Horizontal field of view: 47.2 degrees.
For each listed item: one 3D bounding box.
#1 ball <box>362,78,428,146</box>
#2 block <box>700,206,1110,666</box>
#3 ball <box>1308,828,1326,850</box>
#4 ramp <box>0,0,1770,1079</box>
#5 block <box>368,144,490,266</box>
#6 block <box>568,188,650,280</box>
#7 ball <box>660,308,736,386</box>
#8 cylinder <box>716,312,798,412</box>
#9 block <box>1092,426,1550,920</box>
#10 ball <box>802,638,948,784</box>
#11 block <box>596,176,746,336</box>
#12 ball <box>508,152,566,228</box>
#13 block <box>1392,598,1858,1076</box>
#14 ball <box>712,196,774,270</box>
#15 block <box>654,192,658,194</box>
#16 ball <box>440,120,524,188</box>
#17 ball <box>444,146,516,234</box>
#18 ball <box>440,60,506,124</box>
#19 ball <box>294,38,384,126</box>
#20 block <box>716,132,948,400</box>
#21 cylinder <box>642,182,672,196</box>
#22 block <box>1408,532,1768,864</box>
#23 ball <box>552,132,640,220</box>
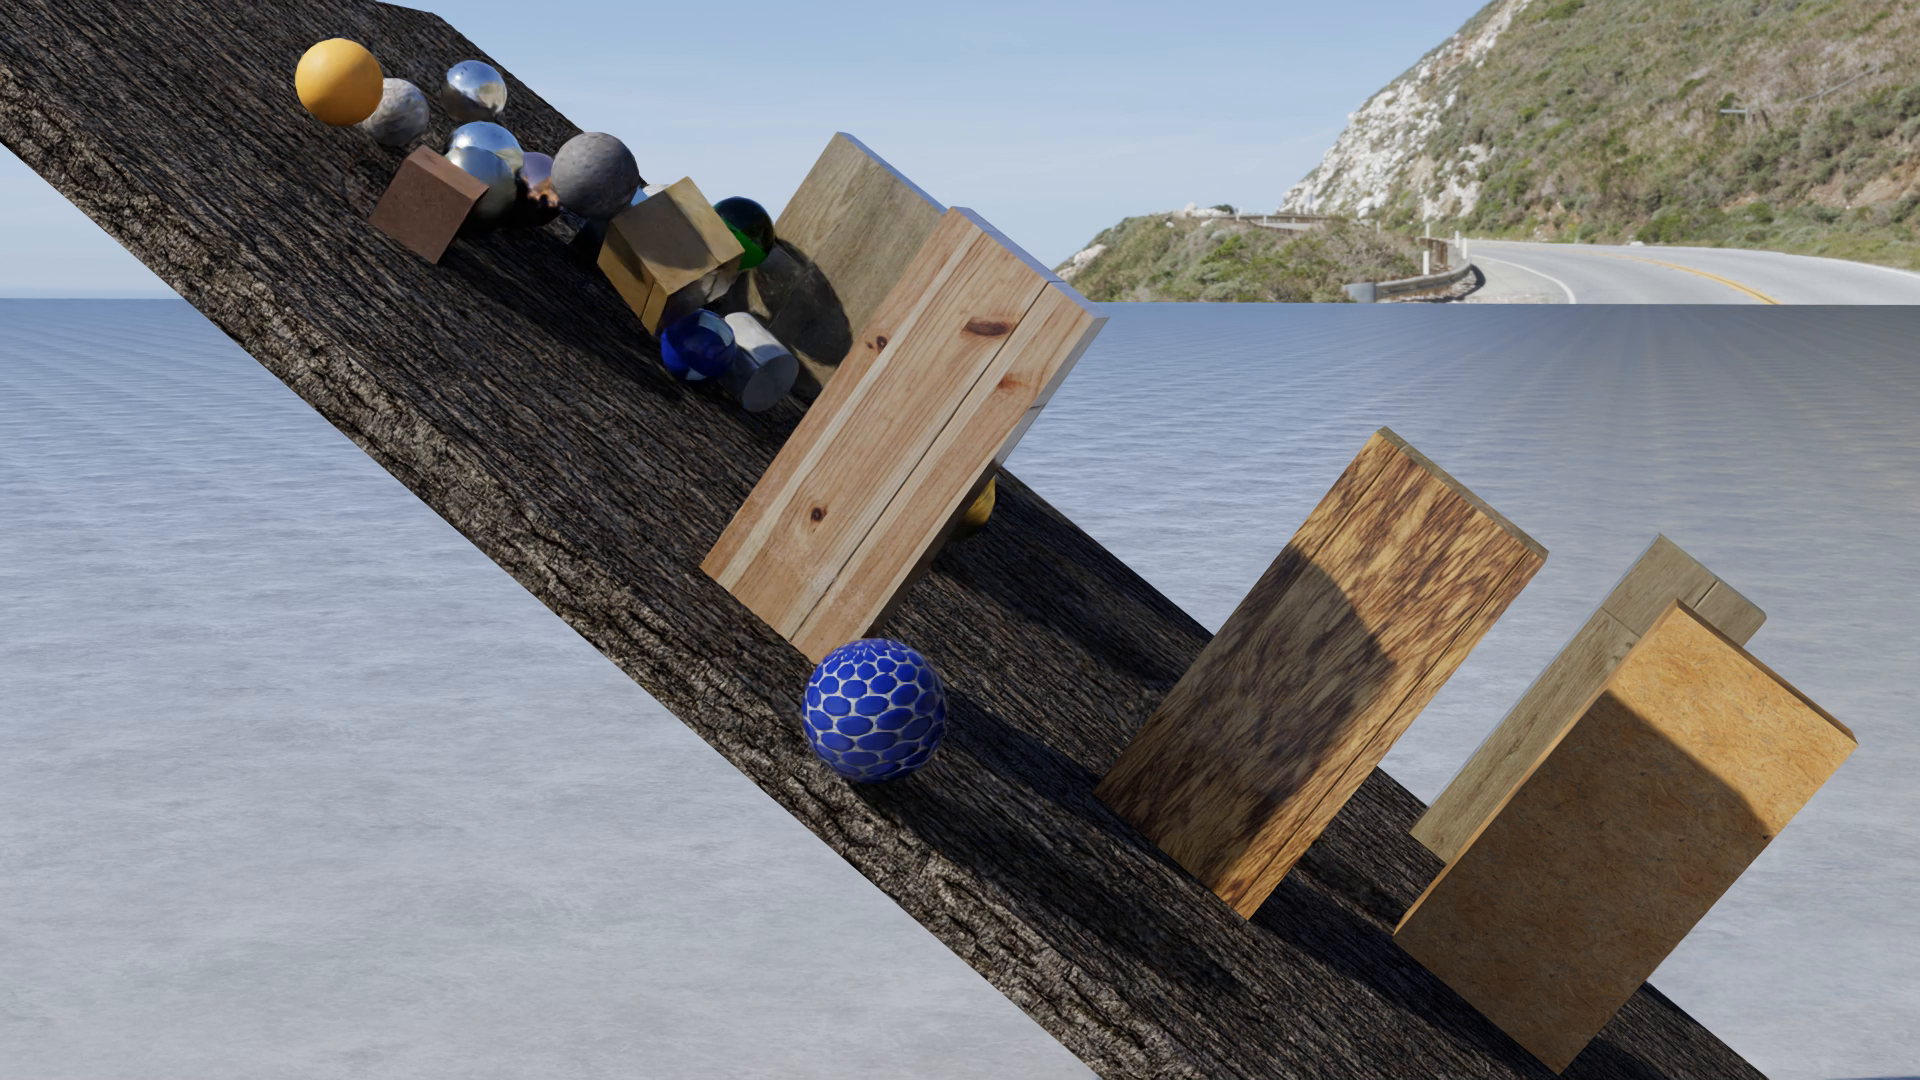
[{"bbox_3d":[-1.073,-0.811,4.170,0.129,0.129,0.129,0,7,0],"label":"ball"},{"bbox_3d":[-0.090,-0.143,3.309,0.270,0.680,0.095,39,16,9],"label":"block"},{"bbox_3d":[0.594,0.498,3.939,0.126,0.126,0.126,0,7,0],"label":"ball"},{"bbox_3d":[-0.058,0.119,4.067,4.000,0.100,2.000,39,16,9],"label":"ramp"},{"bbox_3d":[-0.923,-0.584,3.825,0.134,0.134,0.134,33,16,-12],"label":"block"},{"bbox_3d":[-0.664,-0.606,4.378,0.147,0.147,0.147,41,15,-11],"label":"block"},{"bbox_3d":[-0.486,-0.359,4.088,0.142,0.142,0.142,0,7,0],"label":"ball"},{"bbox_3d":[-0.406,-0.341,4.215,0.138,0.138,0.138,44,29,24],"label":"cylinder"},{"bbox_3d":[0.575,0.216,3.550,0.325,0.751,0.139,39,16,9],"label":"block"},{"bbox_3d":[-0.118,0.236,3.044,0.202,0.202,0.202,0,7,0],"label":"ball"},{"bbox_3d":[-0.519,-0.507,3.938,0.171,0.171,0.171,-35,-6,-25],"label":"block"},{"bbox_3d":[-0.832,-0.682,4.280,0.145,0.145,0.145,0,7,0],"label":"ball"},{"bbox_3d":[1.150,0.520,3.846,0.367,0.774,0.122,39,16,9],"label":"block"},{"bbox_3d":[-0.449,-0.619,4.446,0.149,0.149,0.149,0,7,0],"label":"ball"},{"bbox_3d":[-0.591,-0.641,4.546,0.113,0.113,0.113,20,2,-3],"label":"block"},{"bbox_3d":[-0.901,-0.711,4.149,0.156,0.156,0.156,0,7,0],"label":"ball"},{"bbox_3d":[-0.888,-0.636,4.005,0.158,0.158,0.158,0,7,0],"label":"ball"},{"bbox_3d":[-0.982,-0.901,4.441,0.132,0.132,0.132,0,7,0],"label":"ball"},{"bbox_3d":[-1.117,-0.824,3.960,0.155,0.155,0.155,0,7,0],"label":"ball"},{"bbox_3d":[-0.242,-0.545,4.530,0.339,0.471,0.081,39,16,9],"label":"block"},{"bbox_3d":[-0.648,-0.699,4.764,0.118,0.118,0.118,-1,28,-8],"label":"cylinder"},{"bbox_3d":[1.271,0.376,4.482,0.258,0.793,0.092,39,16,9],"label":"block"},{"bbox_3d":[-0.635,-0.634,3.830,0.151,0.151,0.151,0,7,0],"label":"ball"}]
